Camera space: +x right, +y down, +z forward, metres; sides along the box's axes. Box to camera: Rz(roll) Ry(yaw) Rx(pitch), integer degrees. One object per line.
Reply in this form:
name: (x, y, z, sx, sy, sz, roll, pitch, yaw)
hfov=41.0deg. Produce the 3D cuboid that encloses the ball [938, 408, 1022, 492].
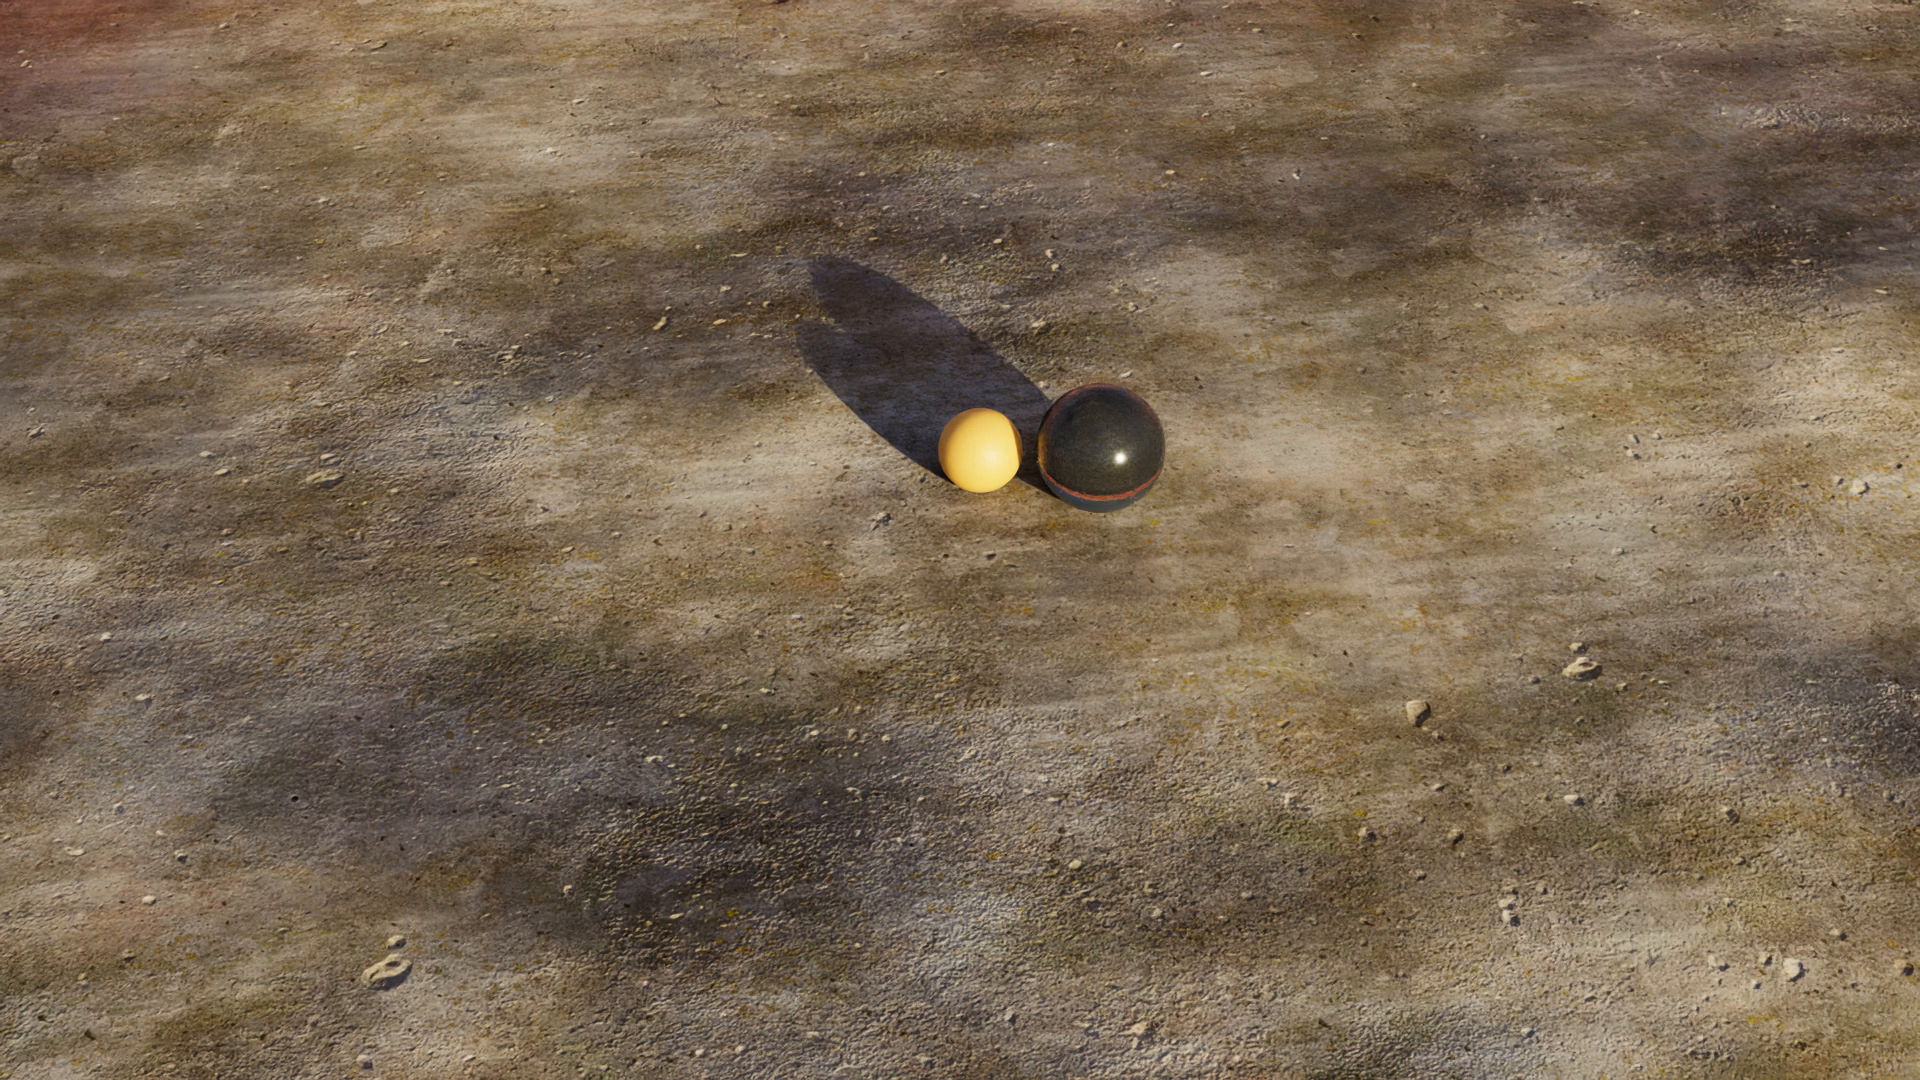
ball: (0.013, -0.056, 1.591, 0.053, 0.053, 0.053, 0, 37, 0)

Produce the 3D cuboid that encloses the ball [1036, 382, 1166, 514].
ball: (0.086, -0.056, 1.570, 0.080, 0.080, 0.080, 0, 37, 0)
